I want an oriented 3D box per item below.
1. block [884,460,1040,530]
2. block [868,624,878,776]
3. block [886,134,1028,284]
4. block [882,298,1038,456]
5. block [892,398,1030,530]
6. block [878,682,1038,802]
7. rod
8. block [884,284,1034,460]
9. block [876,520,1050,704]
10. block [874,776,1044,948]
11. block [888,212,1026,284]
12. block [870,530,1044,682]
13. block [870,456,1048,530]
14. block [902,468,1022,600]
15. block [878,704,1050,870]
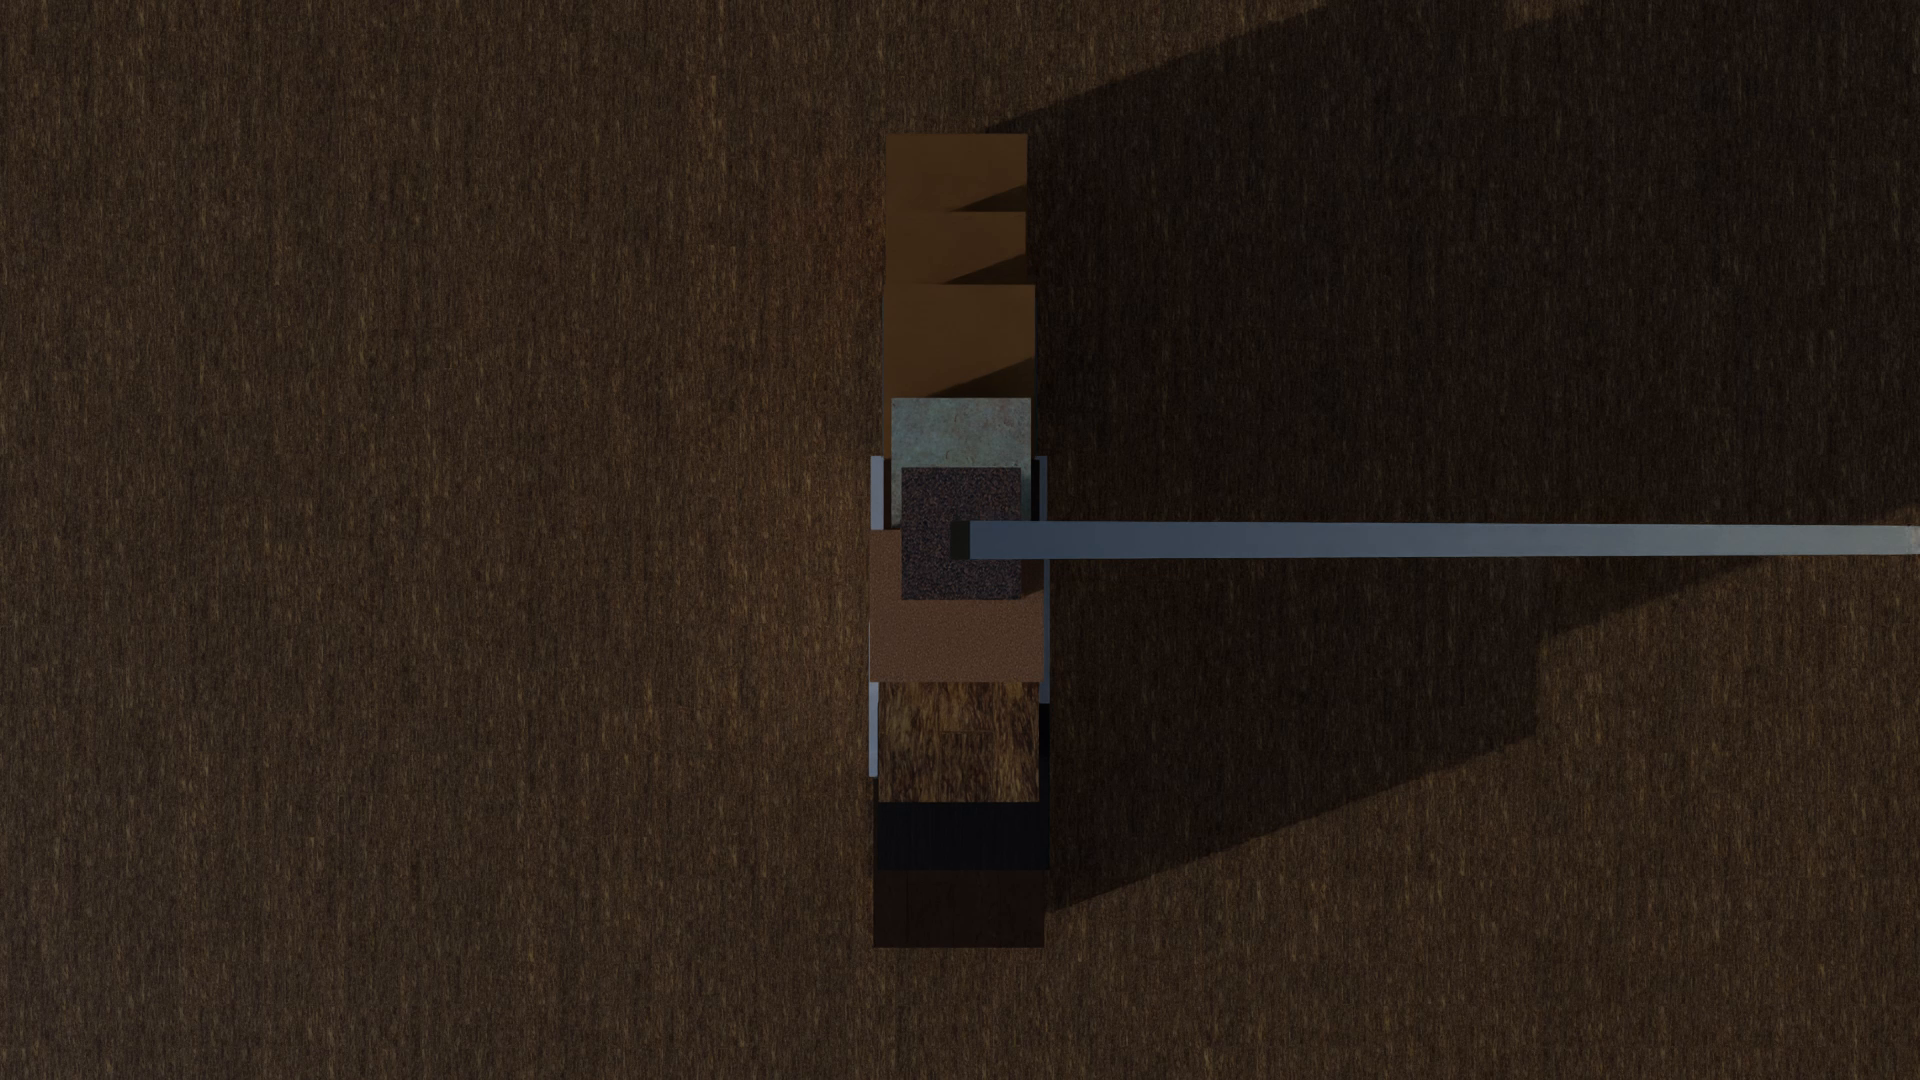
[{"bbox_3d":[0.007,-0.036,10.767,0.741,0.652,0.690,0,90,0],"label":"block"},{"bbox_3d":[-0.009,0.877,12.533,0.981,0.934,0.843,0,90,0],"label":"block"},{"bbox_3d":[-0.019,-1.786,12.535,0.775,0.930,0.891,0,90,0],"label":"block"},{"bbox_3d":[-0.001,-0.904,12.521,0.848,0.958,0.853,0,90,0],"label":"block"},{"bbox_3d":[0.005,-0.340,10.149,0.626,0.585,0.595,0,90,0],"label":"block"},{"bbox_3d":[-0.006,0.770,10.662,0.746,0.857,0.902,0,90,0],"label":"block"},{"bbox_3d":[2.234,0.000,5.926,5.200,0.080,0.080,0,90,-31],"label":"rod"},{"bbox_3d":[-0.004,-0.802,10.907,0.723,0.833,0.835,0,90,0],"label":"block"},{"bbox_3d":[0.015,0.365,11.579,0.875,0.974,0.920,0,90,0],"label":"block"},{"bbox_3d":[-0.006,1.770,12.519,0.936,0.963,0.923,0,90,0],"label":"block"},{"bbox_3d":[-0.016,-1.312,11.682,0.707,0.720,0.756,0,90,0],"label":"block"},{"bbox_3d":[-0.014,0.292,9.884,0.756,0.701,0.662,0,89,0],"label":"block"},{"bbox_3d":[-0.006,-0.011,12.604,0.979,0.791,0.913,0,90,0],"label":"block"},{"bbox_3d":[0.005,-0.021,9.269,0.489,0.541,0.543,0,89,0],"label":"block"},{"bbox_3d":[0.018,1.257,11.618,0.876,0.839,0.854,0,89,0],"label":"block"}]
